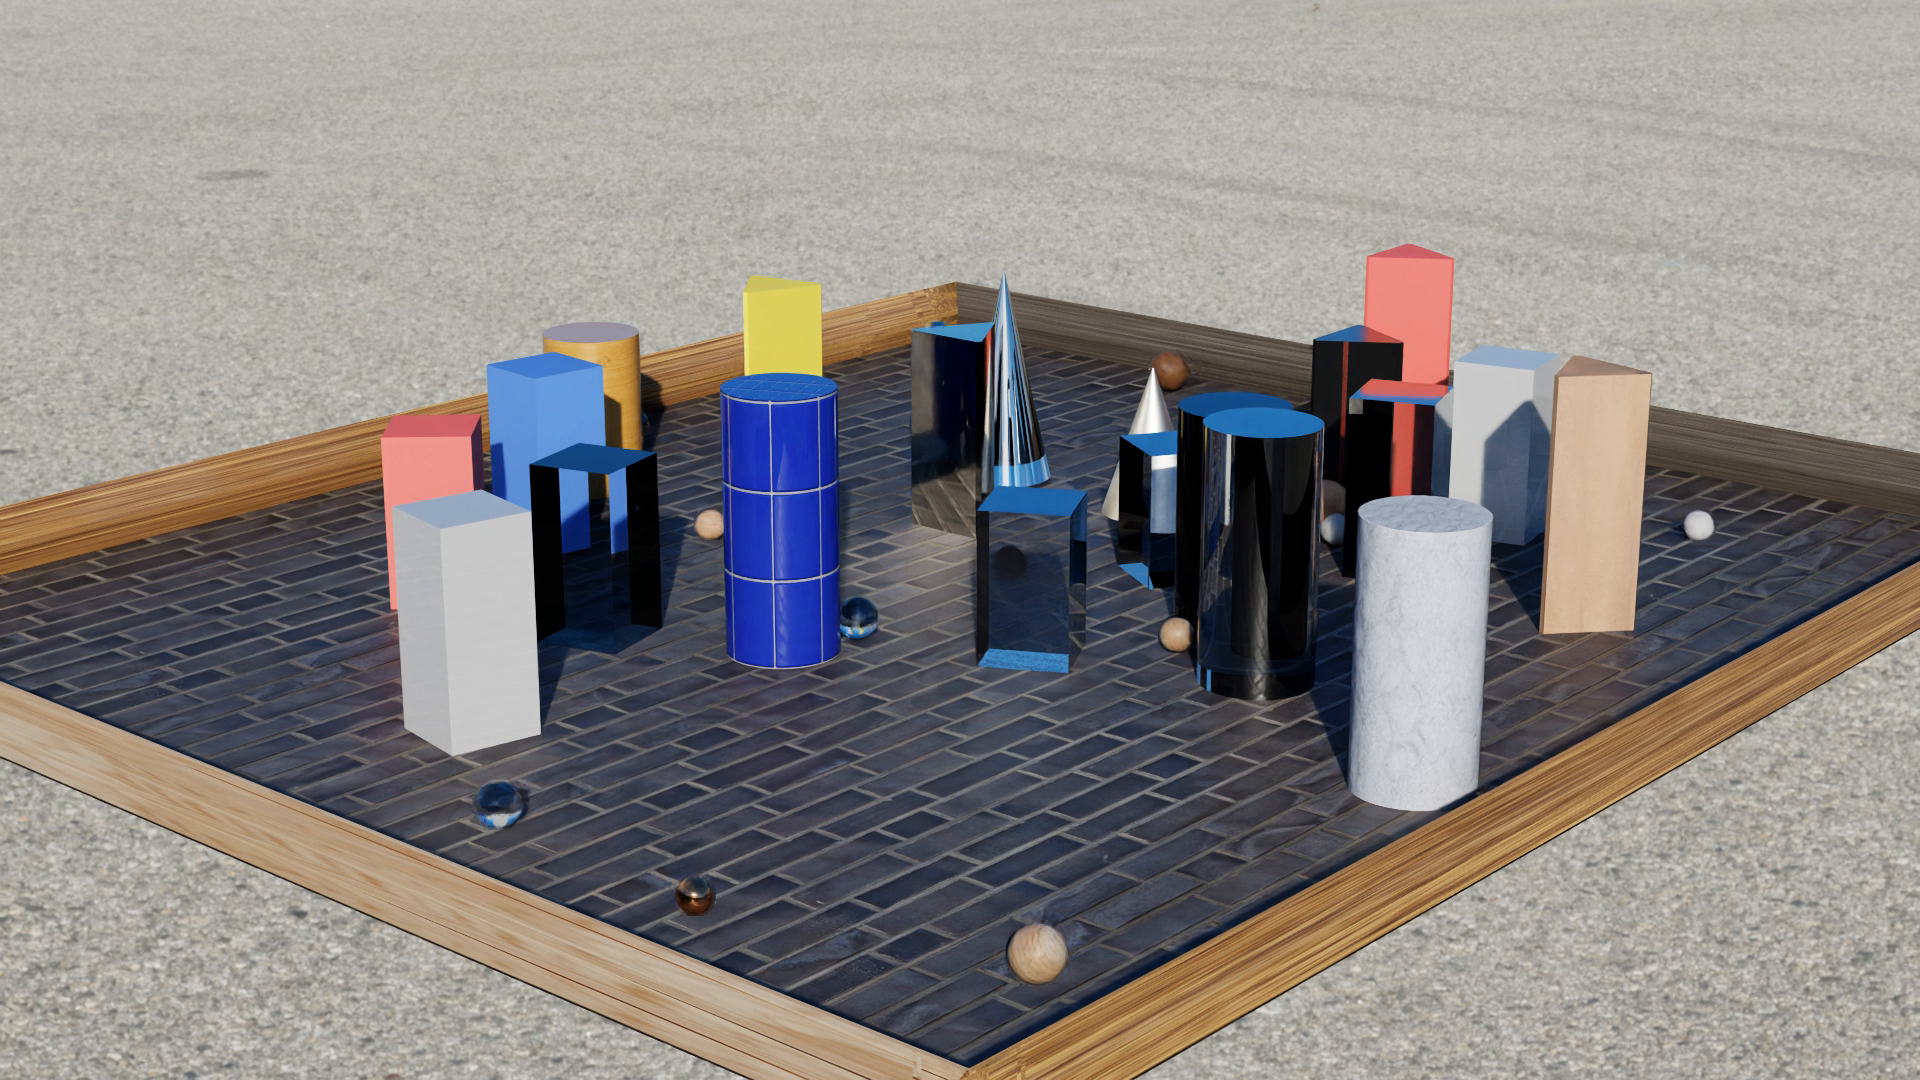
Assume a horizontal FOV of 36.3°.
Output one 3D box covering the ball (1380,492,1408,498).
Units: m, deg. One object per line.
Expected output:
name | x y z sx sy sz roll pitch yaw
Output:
ball | 0.805 -0.043 5.419 0.092 0.092 0.092 0 17 0

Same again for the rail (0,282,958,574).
rail | -1.007 -0.222 5.957 0.045 0.123 3.095 14 22 39

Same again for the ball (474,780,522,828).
ball | -0.645 0.369 4.099 0.068 0.068 0.068 0 17 0

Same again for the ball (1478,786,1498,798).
ball | 0.753 0.369 4.146 0.042 0.042 0.042 0 17 0

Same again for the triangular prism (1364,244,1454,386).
triangular prism | 0.874 -0.340 5.761 0.164 0.464 0.142 2 17 7

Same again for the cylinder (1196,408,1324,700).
cylinder | 0.473 0.021 4.633 0.189 0.426 0.189 0 17 0

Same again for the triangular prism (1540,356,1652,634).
triangular prism | 1.047 -0.079 4.933 0.164 0.443 0.142 -2 17 -7

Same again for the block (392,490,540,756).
block | -0.744 0.123 4.422 0.151 0.353 0.151 -13 21 -36

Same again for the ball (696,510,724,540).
ball | -0.462 -0.028 5.434 0.057 0.057 0.057 0 17 0

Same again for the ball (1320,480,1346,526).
ball | 0.684 -0.067 5.496 0.095 0.095 0.095 0 17 0

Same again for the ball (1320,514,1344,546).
ball | 0.694 -0.019 5.399 0.059 0.059 0.059 0 17 0

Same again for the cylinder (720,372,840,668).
cylinder | -0.291 -0.032 4.773 0.189 0.447 0.189 0 17 0

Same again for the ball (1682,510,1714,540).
ball | 1.368 -0.027 5.429 0.056 0.056 0.056 0 17 0

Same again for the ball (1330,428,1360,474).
ball | 0.785 -0.179 5.874 0.091 0.091 0.091 0 17 0

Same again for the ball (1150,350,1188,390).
ball | 0.466 -0.377 6.533 0.088 0.088 0.088 0 17 0

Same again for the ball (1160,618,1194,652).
ball | 0.357 0.156 4.823 0.057 0.057 0.057 0 17 0

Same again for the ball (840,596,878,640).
ball | -0.172 0.130 4.887 0.071 0.071 0.071 0 17 0

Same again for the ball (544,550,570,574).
ball | -0.720 0.039 5.234 0.044 0.044 0.044 0 17 0

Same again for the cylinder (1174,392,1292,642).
cylinder | 0.454 -0.036 4.891 0.189 0.386 0.189 0 17 0

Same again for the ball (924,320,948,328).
ball | -0.056 -0.486 6.931 0.067 0.067 0.067 0 17 0

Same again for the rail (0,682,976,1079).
rail | -0.999 0.364 4.019 2.714 0.123 0.045 14 22 39

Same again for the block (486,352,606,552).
block | -0.759 -0.162 5.406 0.151 0.329 0.151 -15 22 -41

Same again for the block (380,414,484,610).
block | -0.907 -0.050 5.076 0.151 0.305 0.151 -1 17 -2

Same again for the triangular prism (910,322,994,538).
triangular prism | 0.017 -0.213 5.495 0.164 0.374 0.142 14 21 38

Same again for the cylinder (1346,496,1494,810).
cylinder | 0.657 0.160 4.196 0.189 0.412 0.189 0 17 0

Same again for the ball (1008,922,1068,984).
ball | 0.096 0.511 3.620 0.075 0.075 0.075 0 17 0

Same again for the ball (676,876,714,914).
ball | -0.346 0.463 3.821 0.050 0.050 0.050 0 17 0

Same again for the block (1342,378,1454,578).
block | 0.780 -0.104 5.214 0.151 0.328 0.151 7 18 21

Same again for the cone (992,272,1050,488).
cone | 0.086 -0.331 5.808 0.189 0.420 0.189 0 17 0

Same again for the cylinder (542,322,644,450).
cylinder | -0.724 -0.264 5.792 0.189 0.300 0.189 0 17 0

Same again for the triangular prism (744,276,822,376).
triangular prism | -0.375 -0.311 5.775 0.164 0.401 0.142 -9 19 -28

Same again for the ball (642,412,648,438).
ball | -0.686 -0.240 6.097 0.078 0.078 0.078 0 17 0

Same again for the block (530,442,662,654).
block | -0.603 0.013 4.866 0.151 0.307 0.151 8 18 24

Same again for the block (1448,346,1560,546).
block | 1.010 -0.178 5.453 0.151 0.332 0.151 9 19 28

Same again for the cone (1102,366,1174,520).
cone | 0.365 -0.193 5.581 0.189 0.287 0.189 0 17 0

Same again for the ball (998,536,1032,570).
ball | 0.100 0.024 5.252 0.062 0.062 0.062 0 17 0

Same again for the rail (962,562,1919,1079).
rail | 1.007 0.284 4.284 0.045 0.123 3.095 14 22 39

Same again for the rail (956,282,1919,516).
rail | 0.999 -0.302 6.222 2.714 0.123 0.045 14 22 39

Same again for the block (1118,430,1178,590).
block | 0.380 -0.057 5.209 0.151 0.241 0.151 -6 18 -18

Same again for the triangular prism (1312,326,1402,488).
triangular prism | 0.751 -0.222 5.568 0.164 0.350 0.142 2 17 8

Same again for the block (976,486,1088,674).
block | 0.118 0.062 4.776 0.151 0.264 0.151 4 17 12
